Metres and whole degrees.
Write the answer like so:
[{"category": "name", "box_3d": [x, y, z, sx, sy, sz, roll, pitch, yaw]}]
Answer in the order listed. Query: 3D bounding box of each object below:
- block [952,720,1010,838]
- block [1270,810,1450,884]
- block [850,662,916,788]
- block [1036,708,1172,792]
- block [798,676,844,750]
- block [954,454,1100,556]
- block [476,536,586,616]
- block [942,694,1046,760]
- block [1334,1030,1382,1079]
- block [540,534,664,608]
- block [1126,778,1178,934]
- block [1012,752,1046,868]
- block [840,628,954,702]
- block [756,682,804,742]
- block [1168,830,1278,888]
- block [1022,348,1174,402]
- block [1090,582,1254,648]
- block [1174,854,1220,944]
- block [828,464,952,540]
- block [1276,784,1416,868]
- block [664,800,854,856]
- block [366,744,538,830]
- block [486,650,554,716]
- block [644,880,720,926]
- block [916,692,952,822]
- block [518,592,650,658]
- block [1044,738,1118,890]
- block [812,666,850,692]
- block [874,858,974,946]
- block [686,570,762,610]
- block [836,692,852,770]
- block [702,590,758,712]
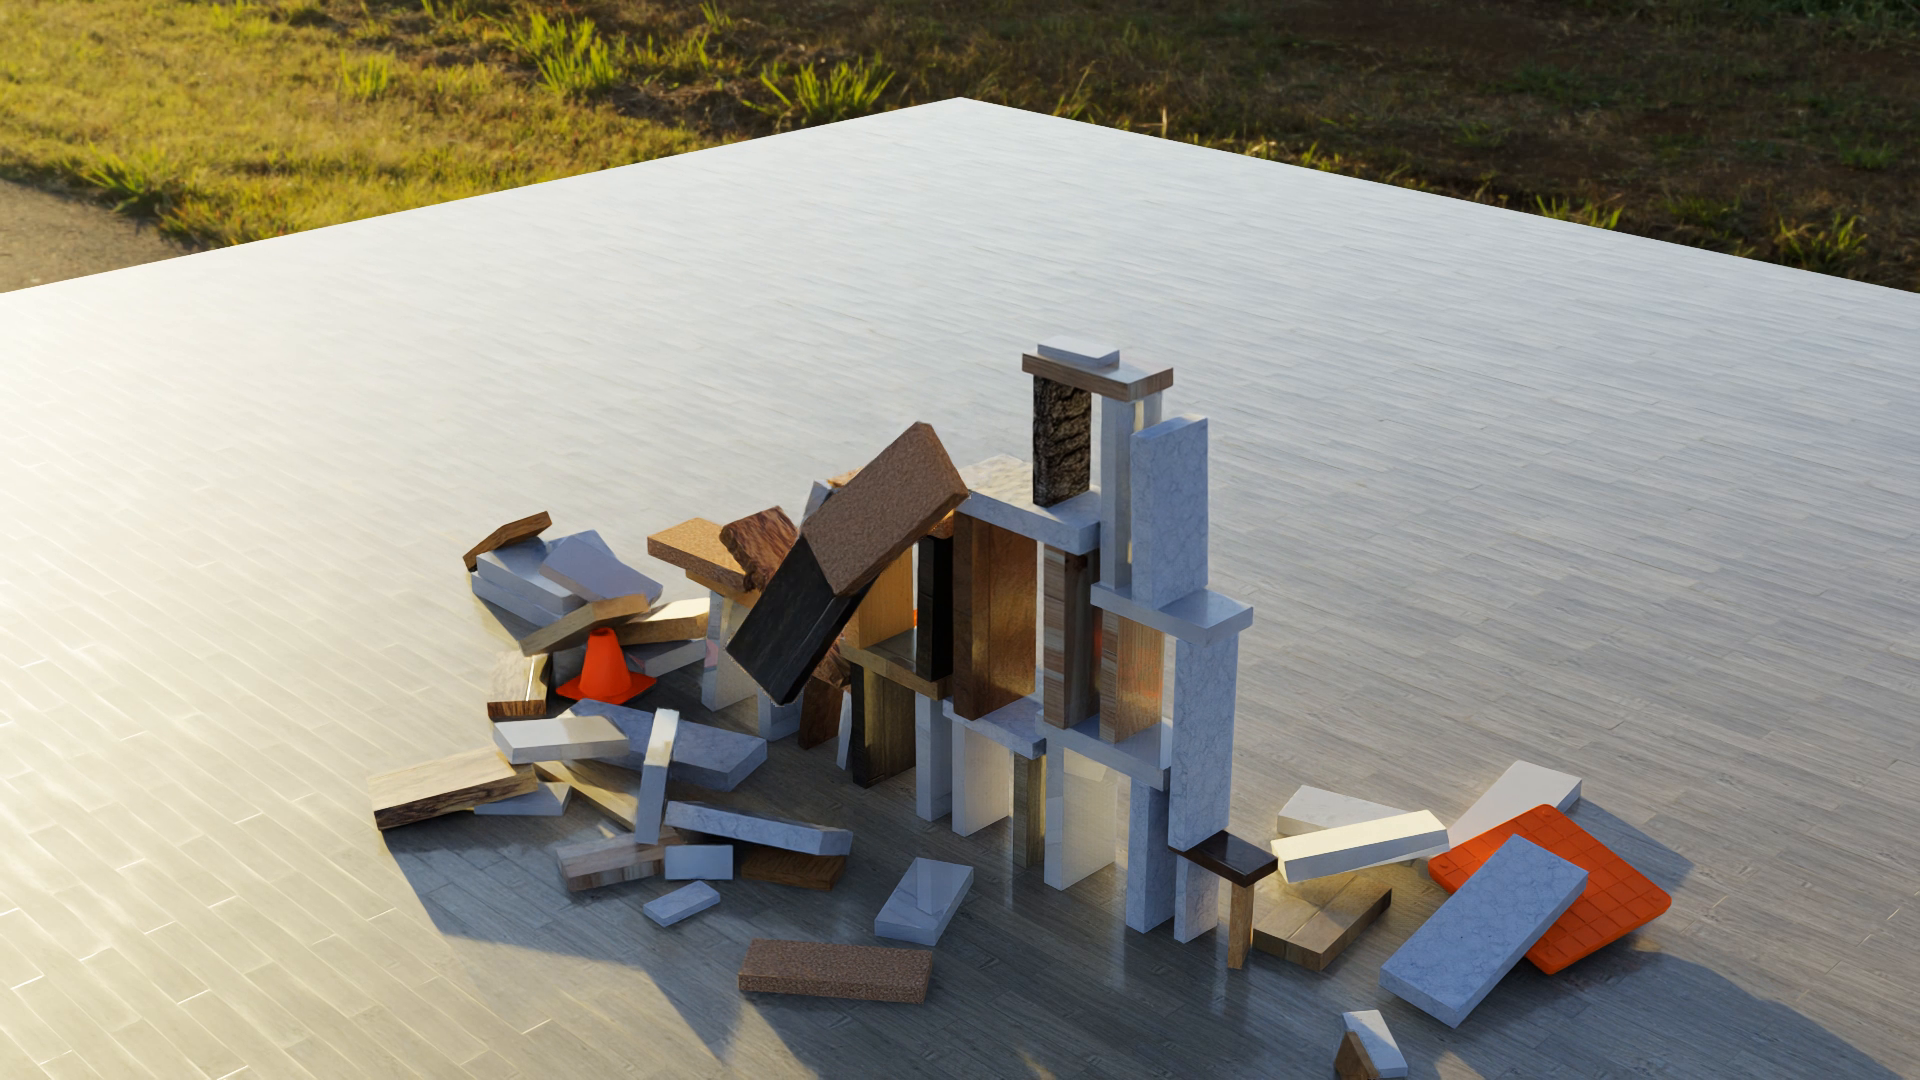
[{"category": "block", "box_3d": [0.042, 0.453, 4.372, 0.125, 0.250, 0.035, -21, 31, -40]}, {"category": "block", "box_3d": [0.762, 0.584, 4.198, 0.311, 0.044, 0.156, -11, 6, 0]}, {"category": "block", "box_3d": [-0.158, 0.359, 4.550, 0.142, 0.284, 0.040, -21, 31, -40]}, {"category": "block", "box_3d": [0.305, 0.363, 4.054, 0.310, 0.044, 0.155, 21, 31, 41]}, {"category": "block", "box_3d": [-0.294, 0.352, 4.692, 0.093, 0.186, 0.026, -22, 42, -41]}, {"category": "block", "box_3d": [0.146, -0.069, 4.037, 0.356, 0.050, 0.178, 21, 31, 41]}, {"category": "block", "box_3d": [-1.001, 0.086, 5.364, 0.356, 0.050, 0.178, 21, 31, 40]}, {"category": "block", "box_3d": [0.097, 0.346, 4.259, 0.125, 0.035, 0.250, -20, 30, -39]}, {"category": "block", "box_3d": [0.653, 0.874, 3.614, 0.019, 0.066, 0.131, 10, 21, -13]}, {"category": "block", "box_3d": [-0.845, 0.094, 5.185, 0.260, 0.037, 0.130, 28, 39, 8]}, {"category": "block", "box_3d": [0.378, 0.555, 4.055, 0.155, 0.310, 0.044, -21, 31, -40]}, {"category": "block", "box_3d": [0.160, 0.499, 4.264, 0.125, 0.250, 0.035, -21, 31, -41]}, {"category": "block", "box_3d": [-0.094, 0.237, 4.422, 0.142, 0.040, 0.284, -21, 31, -40]}, {"category": "block", "box_3d": [-0.367, 0.271, 4.738, 0.042, 0.300, 0.150, 21, 31, 40]}, {"category": "block", "box_3d": [0.471, 0.561, 3.941, 0.090, 0.026, 0.181, -20, 30, -39]}, {"category": "block", "box_3d": [0.239, -0.299, 3.848, 0.243, 0.034, 0.121, 21, 31, 40]}, {"category": "block", "box_3d": [0.371, 0.114, 3.868, 0.261, 0.037, 0.130, 21, 31, 40]}, {"category": "block", "box_3d": [0.435, 0.639, 4.022, 0.090, 0.181, 0.026, -20, 30, -39]}, {"category": "block", "box_3d": [-0.095, -0.082, 4.286, 0.304, 0.043, 0.152, 19, 29, 38]}, {"category": "block", "box_3d": [0.786, 0.567, 4.374, 0.277, 0.039, 0.139, 12, 26, 27]}, {"category": "block", "box_3d": [-0.392, 0.561, 4.284, 0.328, 0.046, 0.164, 8, -5, 19]}, {"category": "block", "box_3d": [-1.036, 0.496, 4.483, 0.323, 0.046, 0.162, -13, 23, -15]}, {"category": "block", "box_3d": [-0.990, 0.321, 4.958, 0.127, 0.036, 0.254, -2, 23, -6]}, {"category": "block", "box_3d": [-0.522, 0.682, 4.129, 0.130, 0.018, 0.065, -20, 30, -39]}, {"category": "block", "box_3d": [-0.024, 0.411, 4.428, 0.040, 0.284, 0.142, 21, 31, 40]}, {"category": "block", "box_3d": [-0.848, 0.193, 4.957, 0.150, 0.042, 0.300, -11, -10, -46]}, {"category": "block", "box_3d": [0.232, 0.498, 4.190, 0.044, 0.310, 0.155, 21, 31, 41]}, {"category": "block", "box_3d": [-0.239, 0.274, 4.601, 0.186, 0.026, 0.093, 21, 31, 40]}, {"category": "block", "box_3d": [-0.065, 0.676, 4.125, 0.116, 0.033, 0.232, 7, 24, 17]}, {"category": "block", "box_3d": [-0.439, 0.085, 4.734, 0.150, 0.042, 0.300, -21, 31, -40]}, {"category": "block", "box_3d": [-0.205, 0.387, 4.608, 0.093, 0.186, 0.026, -22, 44, -41]}, {"category": "block", "box_3d": [-0.489, 0.222, 4.850, 0.150, 0.300, 0.042, -22, 41, -41]}]
